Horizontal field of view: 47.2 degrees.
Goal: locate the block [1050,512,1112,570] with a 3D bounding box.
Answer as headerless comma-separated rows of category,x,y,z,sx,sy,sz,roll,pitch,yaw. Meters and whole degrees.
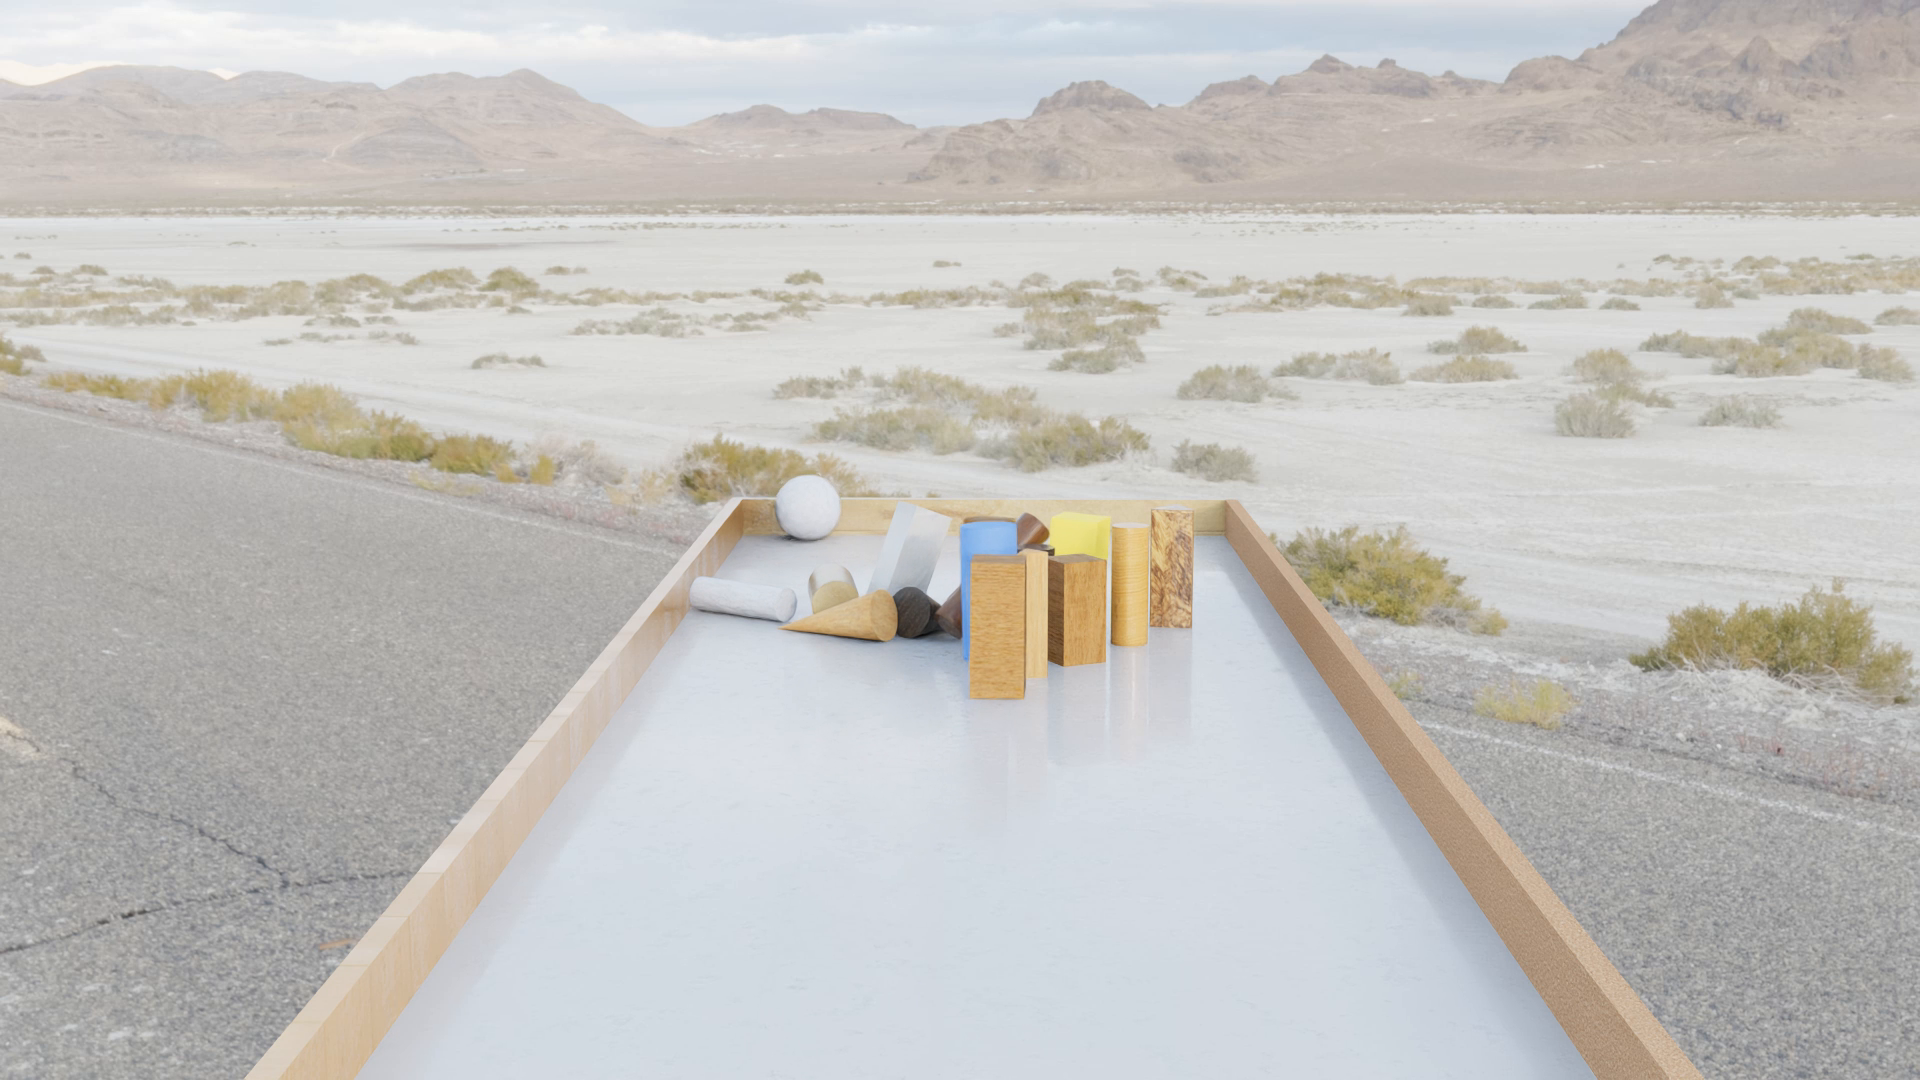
block,0.384,0.101,7.190,0.156,0.357,0.156,7,10,19

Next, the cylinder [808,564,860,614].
cylinder,-0.420,0.185,7.327,0.161,0.161,0.353,-1,9,-6

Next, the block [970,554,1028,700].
block,0.109,0.245,6.227,0.153,0.387,0.153,1,9,3

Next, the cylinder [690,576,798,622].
cylinder,-0.730,0.198,7.395,0.380,0.114,0.114,6,11,35

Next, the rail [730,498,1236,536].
rail,0.099,-0.098,9.147,2.100,0.150,0.050,0,9,1

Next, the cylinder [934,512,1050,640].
cylinder,0.104,0.114,7.063,0.454,0.117,0.117,-48,30,-19

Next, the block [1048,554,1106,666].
block,0.345,0.211,6.677,0.146,0.314,0.146,-4,10,-26

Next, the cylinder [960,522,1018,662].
cylinder,0.091,0.158,6.689,0.172,0.409,0.172,-1,8,0

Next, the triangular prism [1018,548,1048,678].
triangular prism,0.205,0.215,6.462,0.091,0.373,0.079,-2,9,-11

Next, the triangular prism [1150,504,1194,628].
triangular prism,0.703,0.084,7.229,0.139,0.390,0.120,2,9,12

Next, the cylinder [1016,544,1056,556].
cylinder,0.231,0.174,6.938,0.137,0.306,0.137,0,9,0

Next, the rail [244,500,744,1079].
rail,-1.004,0.839,3.234,0.050,0.150,12.000,0,9,1

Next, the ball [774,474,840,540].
ball,-0.623,-0.133,8.990,0.269,0.269,0.269,0,9,0

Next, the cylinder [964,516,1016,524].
cylinder,0.095,0.103,7.229,0.171,0.347,0.171,1,7,0

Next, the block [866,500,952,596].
block,-0.175,0.075,7.264,0.139,0.374,0.139,20,-1,-28

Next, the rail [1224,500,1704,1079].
rail,1.046,0.843,3.208,0.050,0.150,12.000,0,9,1

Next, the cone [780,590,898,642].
cone,-0.422,0.264,7.082,0.417,0.167,0.167,-8,4,29

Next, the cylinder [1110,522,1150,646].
cylinder,0.535,0.140,6.925,0.118,0.376,0.118,0,9,0

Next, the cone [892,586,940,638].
cone,-0.077,0.251,7.169,0.165,0.165,0.321,6,-4,34
